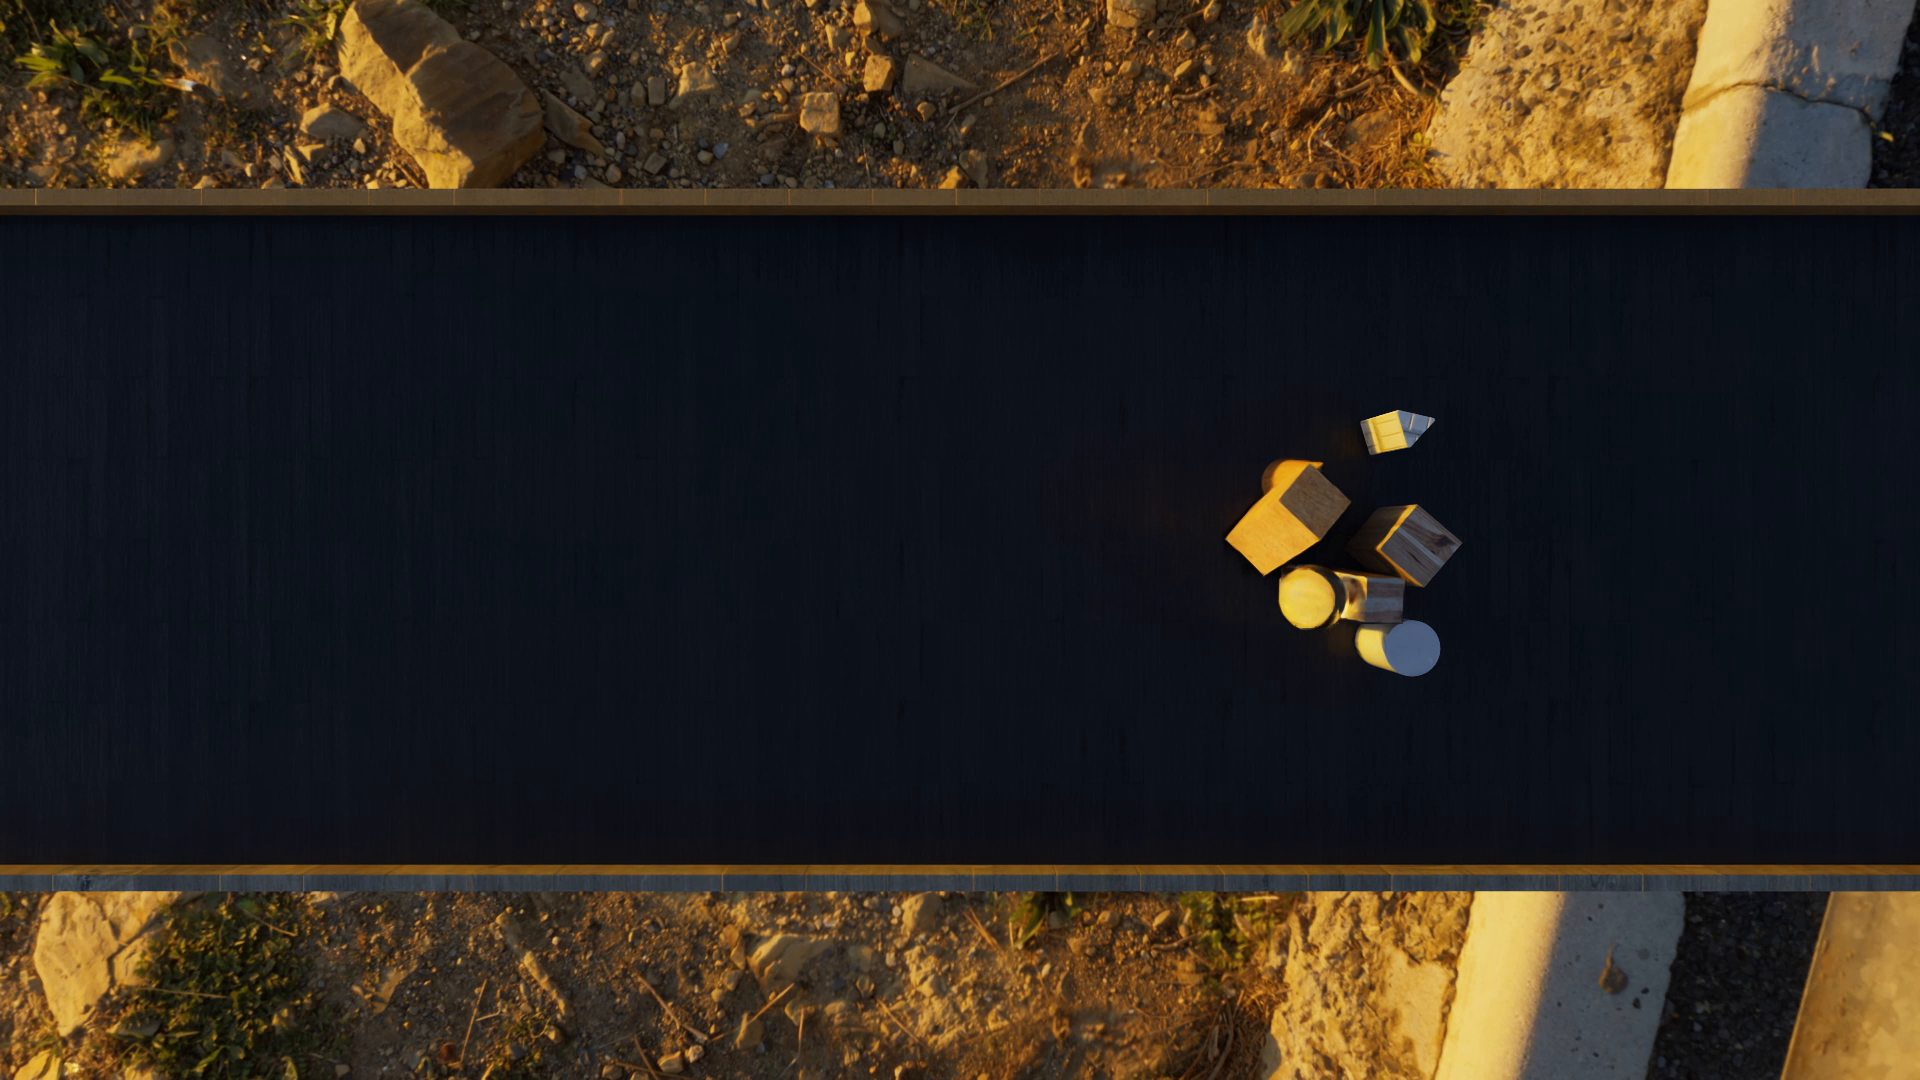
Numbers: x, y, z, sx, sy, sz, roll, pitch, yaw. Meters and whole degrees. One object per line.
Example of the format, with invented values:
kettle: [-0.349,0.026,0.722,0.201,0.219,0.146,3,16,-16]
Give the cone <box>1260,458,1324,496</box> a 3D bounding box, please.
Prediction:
cone: [1.019,-0.195,4.876,0.160,0.382,0.160,1,83,-5]

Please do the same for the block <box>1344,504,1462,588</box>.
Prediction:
block: [1.295,0.017,4.855,0.165,0.443,0.165,41,90,0]

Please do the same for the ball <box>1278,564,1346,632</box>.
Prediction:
ball: [1.004,0.165,4.699,0.189,0.189,0.189,0,90,0]

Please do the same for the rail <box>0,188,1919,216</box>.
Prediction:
rail: [-2.247,-1.025,5.002,12.000,0.150,0.050,0,90,0]

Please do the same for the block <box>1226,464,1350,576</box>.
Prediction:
block: [0.965,-0.057,4.873,0.165,0.370,0.165,43,67,1]

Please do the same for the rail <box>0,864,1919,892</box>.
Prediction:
rail: [-2.247,1.025,5.001,12.000,0.150,0.050,0,90,0]

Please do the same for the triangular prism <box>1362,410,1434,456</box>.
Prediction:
triangular prism: [1.267,-0.333,4.861,0.093,0.430,0.108,43,90,0]

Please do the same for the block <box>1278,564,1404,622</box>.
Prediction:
block: [1.114,0.152,4.847,0.126,0.436,0.126,2,94,-22]

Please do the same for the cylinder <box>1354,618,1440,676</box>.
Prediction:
cylinder: [1.295,0.311,4.900,0.161,0.353,0.161,0,90,0]
